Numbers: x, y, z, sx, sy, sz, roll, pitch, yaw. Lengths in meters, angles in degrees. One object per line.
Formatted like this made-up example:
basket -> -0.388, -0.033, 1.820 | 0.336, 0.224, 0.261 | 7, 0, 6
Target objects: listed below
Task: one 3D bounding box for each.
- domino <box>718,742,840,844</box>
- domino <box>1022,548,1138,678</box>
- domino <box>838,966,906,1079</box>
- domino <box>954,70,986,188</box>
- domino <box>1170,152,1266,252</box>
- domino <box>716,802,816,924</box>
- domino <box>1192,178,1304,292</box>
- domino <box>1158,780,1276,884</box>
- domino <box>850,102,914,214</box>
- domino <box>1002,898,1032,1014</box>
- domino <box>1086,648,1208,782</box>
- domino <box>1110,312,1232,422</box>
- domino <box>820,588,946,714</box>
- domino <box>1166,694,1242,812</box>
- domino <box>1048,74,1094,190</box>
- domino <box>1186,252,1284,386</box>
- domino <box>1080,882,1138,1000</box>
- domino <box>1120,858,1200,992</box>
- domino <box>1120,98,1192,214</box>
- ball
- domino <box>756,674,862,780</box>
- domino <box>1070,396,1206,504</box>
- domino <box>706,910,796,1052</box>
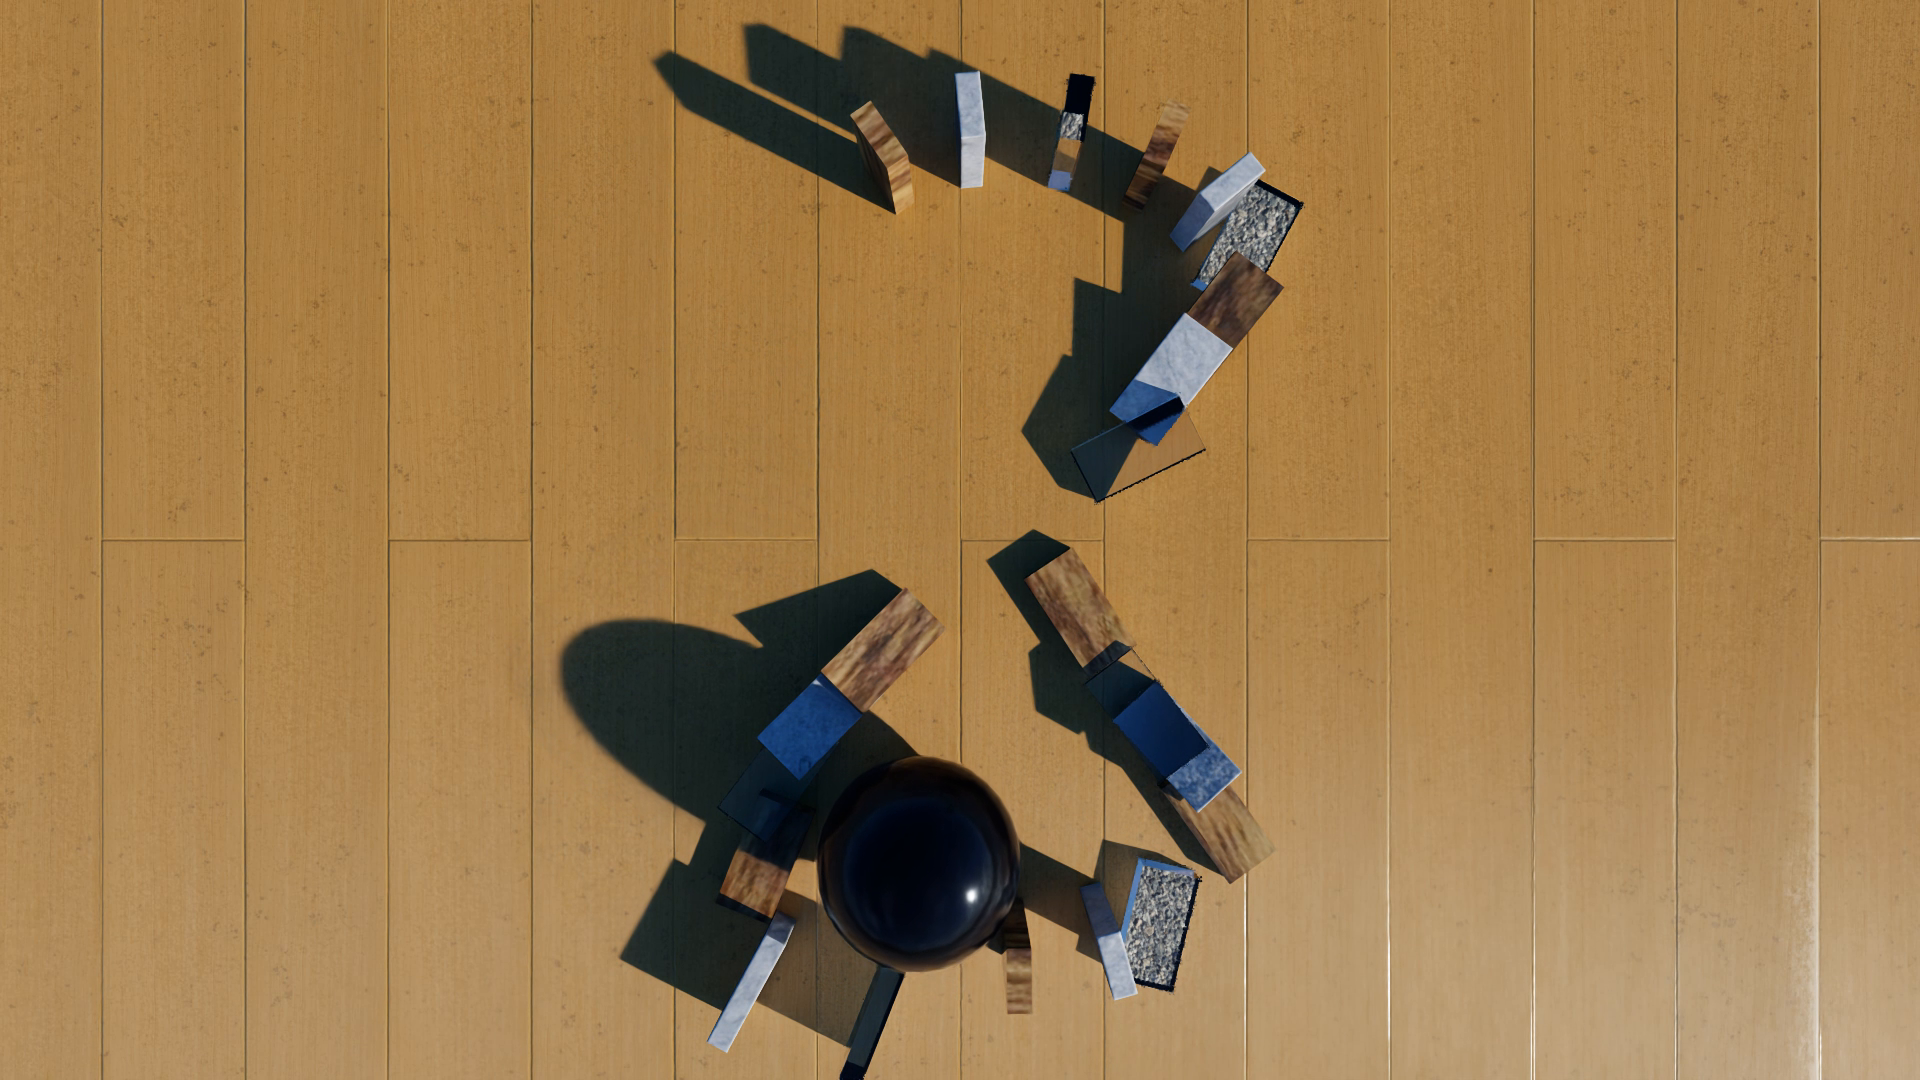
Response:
domino -> -0.076, 0.099, 0.388 | 0.025, 0.010, 0.050 | 37, 73, 0
domino -> 0.051, 0.031, 0.395 | 0.025, 0.010, 0.050 | -34, 90, 0
domino -> -0.036, 0.200, 0.388 | 0.009, 0.025, 0.050 | 22, 90, 0
domino -> 0.004, -0.166, 0.375 | 0.009, 0.050, 0.025 | -6, 90, 0
domino -> 0.104, -0.137, 0.375 | 0.025, 0.050, 0.009 | -39, 90, 0
domino -> -0.084, 0.136, 0.395 | 0.025, 0.010, 0.050 | 22, 90, 0
domino -> 0.124, -0.127, 0.395 | 0.025, 0.009, 0.050 | 28, 90, 0
domino -> 0.111, 0.119, 0.395 | 0.025, 0.009, 0.050 | -36, 90, 0
domino -> -0.031, -0.155, 0.375 | 0.009, 0.050, 0.025 | -35, 90, 0
domino -> 0.023, 0.169, 0.375 | 0.009, 0.050, 0.025 | -1, 90, 0
domino -> 0.078, 0.073, 0.384 | 0.025, 0.009, 0.050 | -37, 74, 1
domino -> 0.089, -0.068, 0.388 | 0.025, 0.009, 0.050 | 37, 107, 0
domino -> -0.032, 0.047, 0.388 | 0.025, 0.009, 0.050 | 45, 74, 0
domino -> 0.092, 0.087, 0.389 | 0.025, 0.009, 0.050 | -43, 74, 0
domino -> 0.045, -0.165, 0.375 | 0.010, 0.050, 0.025 | 9, 90, 0
domino -> 0.110, -0.093, 0.388 | 0.025, 0.010, 0.050 | 37, 106, 0
domino -> 0.060, 0.163, 0.375 | 0.009, 0.050, 0.025 | -16, 90, 0
domino -> 0.084, 0.166, 0.395 | 0.025, 0.009, 0.050 | 14, 90, 0
domino -> 0.079, -0.156, 0.375 | 0.010, 0.050, 0.025 | 24, 90, 0
ball -> -0.016, 0.126, 0.360 | 0.080, 0.080, 0.080 | 0, 90, 0
domino -> -0.059, 0.074, 0.388 | 0.025, 0.009, 0.050 | 44, 73, 2
domino -> 0.075, -0.038, 0.388 | 0.050, 0.010, 0.025 | -26, 96, 15
domino -> -0.088, 0.186, 0.388 | 0.009, 0.025, 0.050 | 29, 90, 0
